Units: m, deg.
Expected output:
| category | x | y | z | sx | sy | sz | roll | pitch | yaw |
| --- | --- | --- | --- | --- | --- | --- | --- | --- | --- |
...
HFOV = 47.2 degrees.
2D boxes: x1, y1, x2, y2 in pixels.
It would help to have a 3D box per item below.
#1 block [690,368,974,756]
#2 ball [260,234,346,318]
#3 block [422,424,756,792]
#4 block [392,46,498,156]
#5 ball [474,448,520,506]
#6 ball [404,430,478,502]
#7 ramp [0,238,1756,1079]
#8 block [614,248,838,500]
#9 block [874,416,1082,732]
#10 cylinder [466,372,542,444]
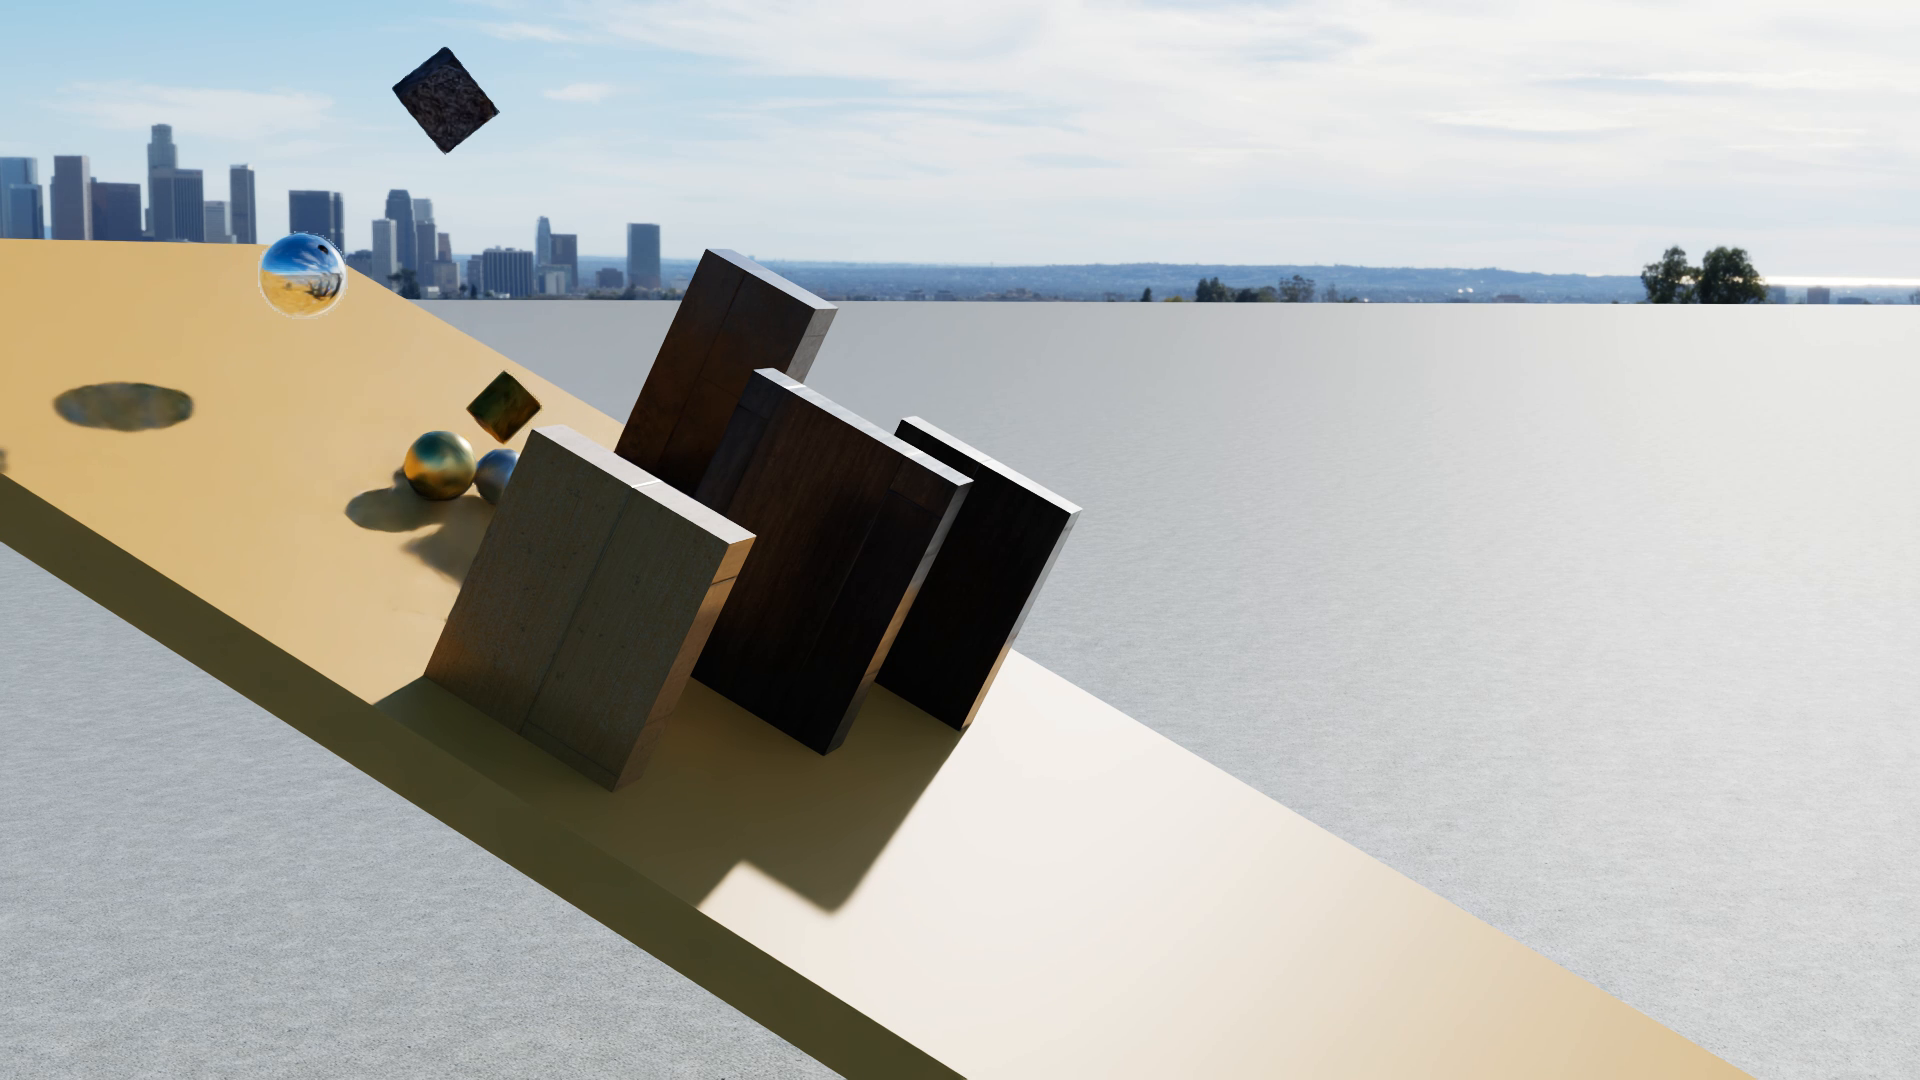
| category | x | y | z | sx | sy | sz | roll | pitch | yaw |
| --- | --- | --- | --- | --- | --- | --- | --- | --- | --- |
| block | -0.291 | 0.038 | 3.951 | 0.427 | 0.554 | 0.092 | 30 | 14 | 12 |
| ball | -1.302 | -0.524 | 4.358 | 0.165 | 0.165 | 0.165 | 0 | 7 | 0 |
| block | -0.579 | 0.103 | 3.421 | 0.364 | 0.442 | 0.104 | 30 | 14 | 12 |
| block | -1.042 | -0.890 | 4.450 | 0.141 | 0.141 | 0.141 | -39 | 29 | -3 |
| ball | -0.902 | -0.124 | 4.344 | 0.114 | 0.114 | 0.114 | 0 | 7 | 0 |
| ball | -0.991 | -0.142 | 4.200 | 0.136 | 0.136 | 0.136 | 0 | 7 | 0 |
| ramp | -0.232 | 0.388 | 4.153 | 4.000 | 0.100 | 2.000 | 30 | 14 | 12 |
| block | -0.535 | -0.358 | 4.998 | 0.293 | 0.528 | 0.145 | 30 | 14 | 12 |
| block | -0.045 | 0.066 | 4.409 | 0.389 | 0.500 | 0.089 | 30 | 14 | 12 |
| cylinder | -0.949 | -0.274 | 4.575 | 0.109 | 0.109 | 0.109 | -47 | 21 | -12 |
